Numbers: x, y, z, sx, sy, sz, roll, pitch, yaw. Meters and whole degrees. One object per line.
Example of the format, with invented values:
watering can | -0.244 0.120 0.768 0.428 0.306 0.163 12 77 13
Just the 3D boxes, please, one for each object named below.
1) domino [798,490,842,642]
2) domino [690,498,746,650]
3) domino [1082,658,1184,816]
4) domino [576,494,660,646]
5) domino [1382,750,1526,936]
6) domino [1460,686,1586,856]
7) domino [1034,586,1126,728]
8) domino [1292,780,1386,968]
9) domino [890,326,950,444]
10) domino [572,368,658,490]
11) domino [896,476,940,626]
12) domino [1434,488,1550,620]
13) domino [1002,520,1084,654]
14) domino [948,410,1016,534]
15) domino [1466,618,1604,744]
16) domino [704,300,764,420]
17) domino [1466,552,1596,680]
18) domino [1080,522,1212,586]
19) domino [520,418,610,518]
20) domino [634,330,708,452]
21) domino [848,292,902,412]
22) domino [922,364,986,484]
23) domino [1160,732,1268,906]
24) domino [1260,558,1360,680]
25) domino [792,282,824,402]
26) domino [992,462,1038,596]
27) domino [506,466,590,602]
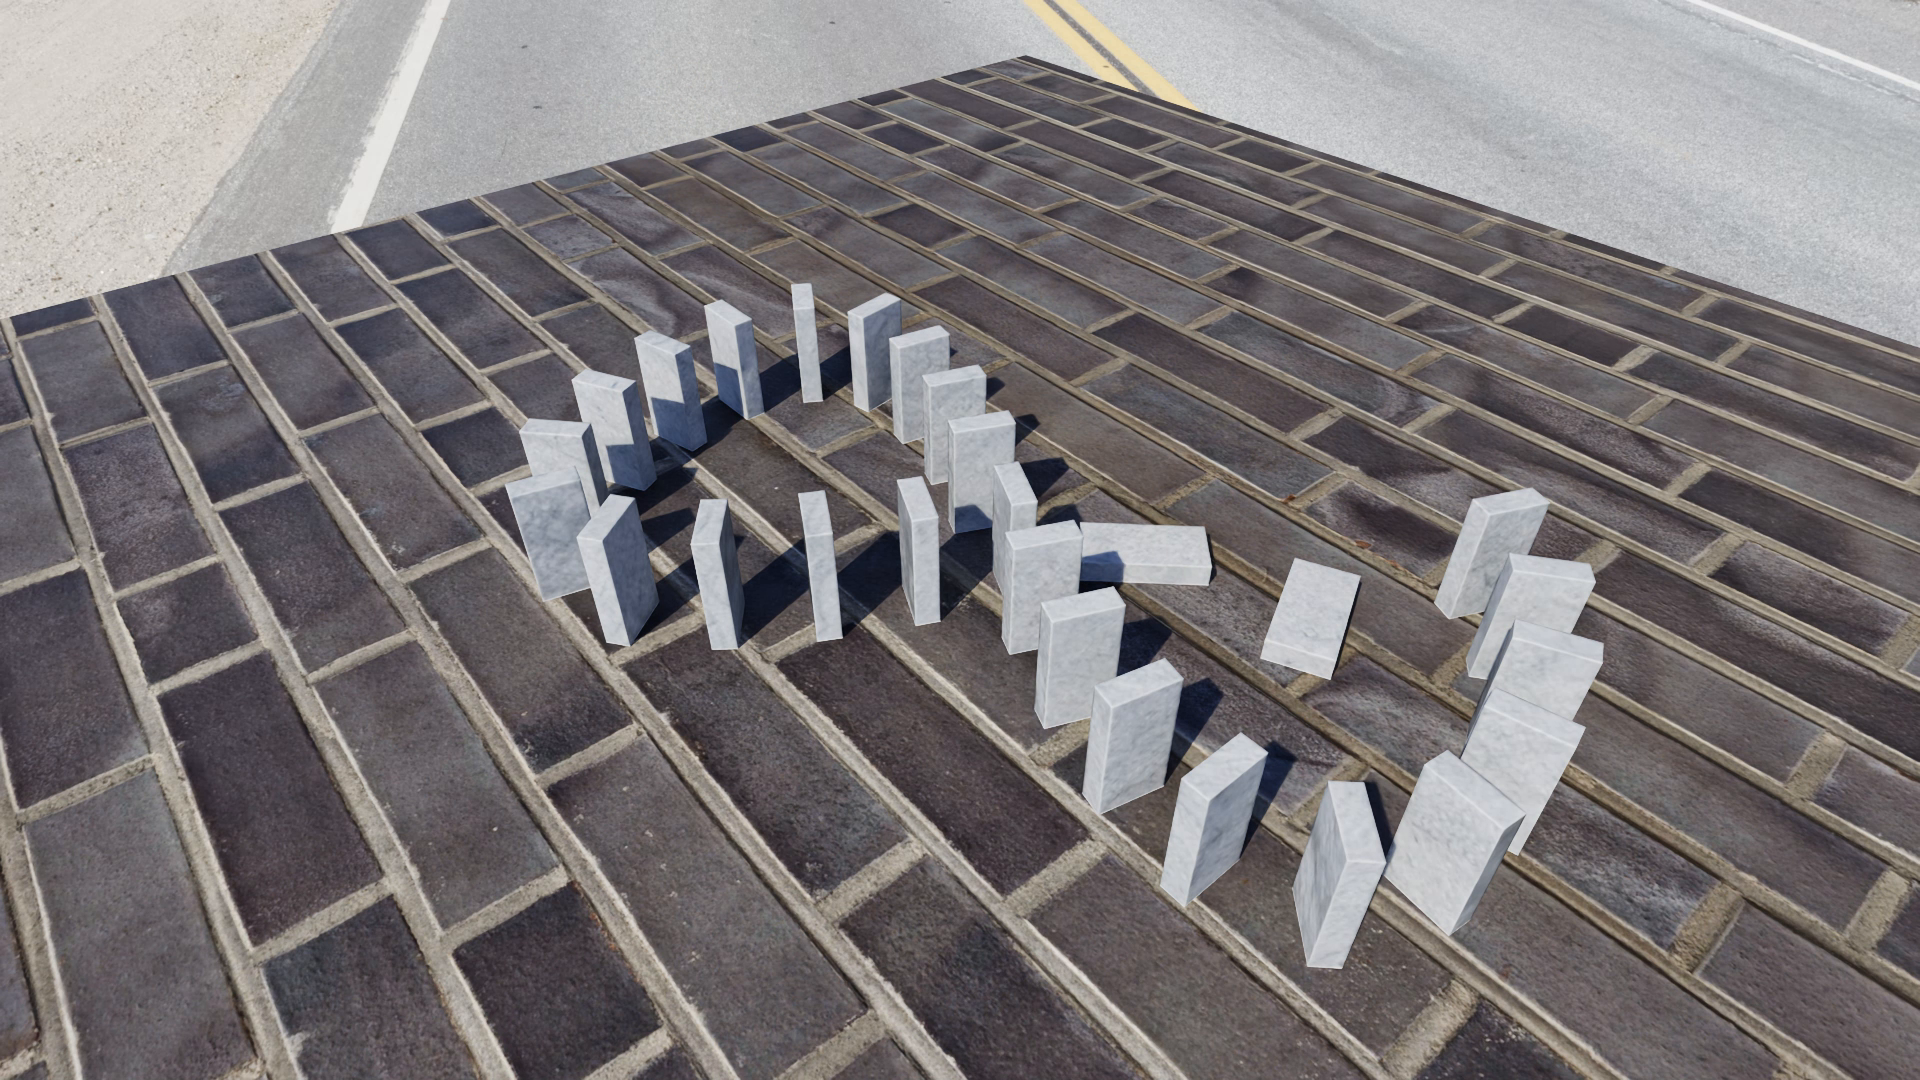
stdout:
domino | -0.051 0.010 0.399 0.009 0.050 0.025 -8 40 -9
domino | -0.087 0.013 0.396 0.009 0.050 0.025 -2 39 -2
domino | 0.052 0.061 0.337 0.025 0.050 0.010 -18 43 -21
domino | -0.123 0.011 0.398 0.009 0.050 0.025 8 40 10
domino | 0.137 0.085 0.307 0.009 0.050 0.025 -22 44 -24
domino | 0.163 0.069 0.327 0.025 0.050 0.009 27 46 29
domino | 0.039 0.039 0.363 0.025 0.050 0.010 -11 41 -14
domino | 0.102 0.092 0.300 0.010 0.050 0.025 2 39 3
domino | -0.018 -0.070 0.497 0.025 0.050 0.010 -19 43 -22
domino | -0.147 -0.046 0.468 0.025 0.050 0.010 15 42 17
domino | -0.015 0.004 0.406 0.010 0.050 0.025 -9 40 -11
domino | 0.195 0.005 0.405 0.025 0.050 0.009 -10 40 -12
domino | 0.029 0.017 0.390 0.025 0.050 0.010 -10 40 -12
domino | 0.009 -0.027 0.444 0.025 0.050 0.010 -10 40 -12
domino | 0.182 0.050 0.351 0.025 0.050 0.009 17 42 20
domino | -0.105 -0.084 0.514 0.009 0.050 0.025 -29 48 -31
domino | 0.194 0.028 0.377 0.025 0.050 0.009 9 40 10
domino | 0.073 0.005 0.437 0.050 0.009 0.025 2 39 3
domino | -0.157 -0.024 0.441 0.025 0.050 0.009 5 40 6
domino | -0.129 -0.067 0.493 0.025 0.050 0.010 24 45 26
domino | -0.039 -0.088 0.519 0.009 0.050 0.025 29 47 31
domino | -0.002 -0.049 0.471 0.025 0.050 0.009 -13 41 -16
domino | 0.072 0.080 0.313 0.025 0.050 0.010 -28 47 -30
domino | 0.131 0.028 0.409 0.025 0.009 0.050 17 42 19
domino | -0.073 -0.094 0.526 0.009 0.050 0.025 -6 40 -7
domino | 0.020 -0.001 0.413 0.010 0.050 0.025 -8 40 -10
domino | -0.151 -0.002 0.414 0.025 0.050 0.009 -18 43 -21
